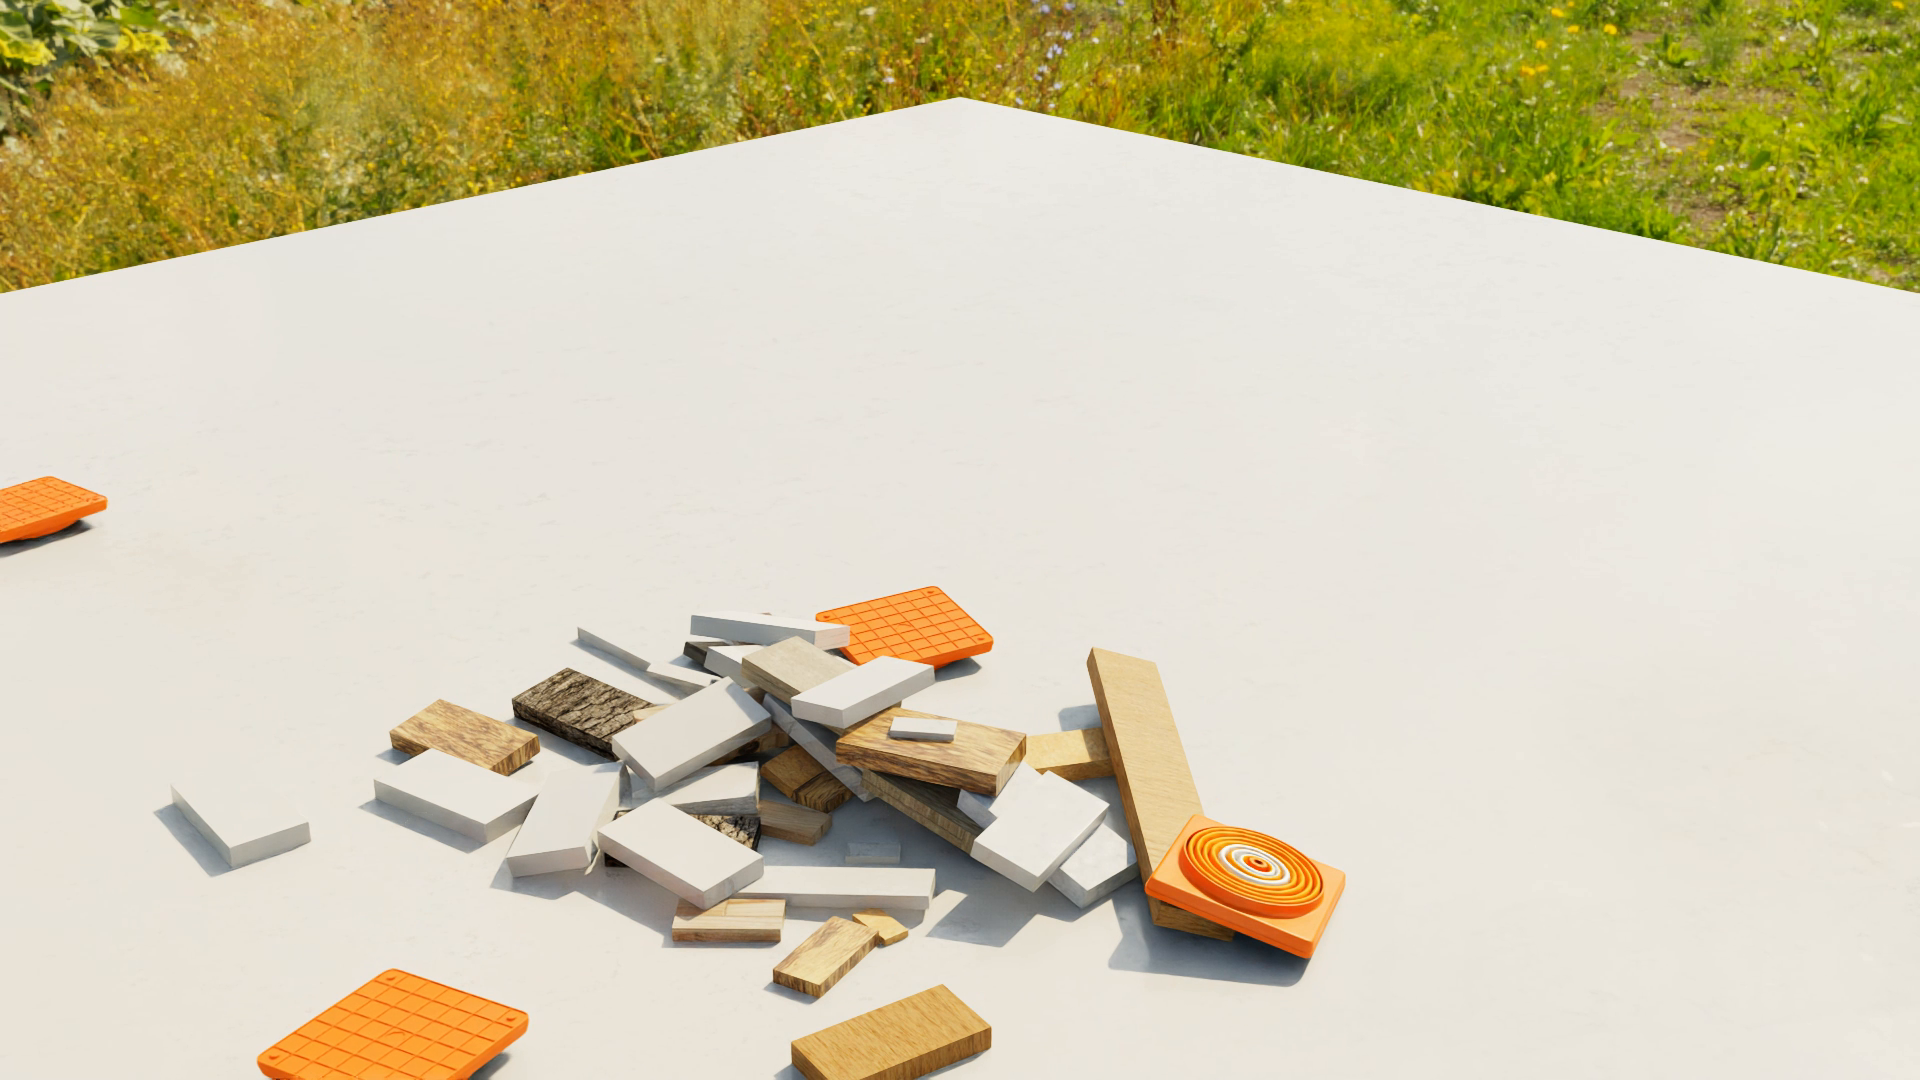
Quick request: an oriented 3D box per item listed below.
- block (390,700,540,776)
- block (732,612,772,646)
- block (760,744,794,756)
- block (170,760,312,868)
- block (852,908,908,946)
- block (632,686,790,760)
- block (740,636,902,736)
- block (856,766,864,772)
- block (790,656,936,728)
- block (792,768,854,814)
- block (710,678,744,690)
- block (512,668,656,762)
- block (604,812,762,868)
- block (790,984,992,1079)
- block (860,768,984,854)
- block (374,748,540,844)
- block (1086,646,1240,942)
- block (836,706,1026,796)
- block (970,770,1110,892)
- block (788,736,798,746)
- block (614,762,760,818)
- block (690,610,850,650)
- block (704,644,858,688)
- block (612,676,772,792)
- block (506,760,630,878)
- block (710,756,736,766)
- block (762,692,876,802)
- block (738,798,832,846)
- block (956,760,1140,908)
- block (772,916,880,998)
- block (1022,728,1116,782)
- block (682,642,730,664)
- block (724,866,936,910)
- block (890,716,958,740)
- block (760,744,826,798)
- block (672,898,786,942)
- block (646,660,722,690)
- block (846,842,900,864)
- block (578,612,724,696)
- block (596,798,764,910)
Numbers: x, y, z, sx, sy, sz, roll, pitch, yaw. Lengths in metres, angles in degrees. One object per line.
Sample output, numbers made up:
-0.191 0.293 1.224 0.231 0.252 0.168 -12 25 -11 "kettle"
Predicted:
-1.053 0.429 4.676 0.296 0.042 0.148 15 34 32 "block"
-0.473 0.235 5.168 0.110 0.031 0.220 -8 24 -17 "block"
-0.379 0.433 4.708 0.176 0.025 0.088 12 26 25 "block"
-1.446 0.546 4.415 0.161 0.046 0.321 -17 28 -35 "block"
-0.147 0.712 4.063 0.052 0.015 0.104 -17 28 -34 "block"
-0.522 0.394 4.606 0.296 0.042 0.148 -10 42 -19 "block"
-0.292 0.305 4.602 0.319 0.045 0.159 27 32 35 "block"
-0.073 0.477 4.472 0.319 0.045 0.159 34 38 29 "block"
-0.196 0.308 4.485 0.140 0.040 0.281 9 21 39 "block"
-0.256 0.506 4.537 0.088 0.025 0.176 15 27 31 "block"
-0.469 0.357 4.825 0.176 0.025 0.088 8 42 1 "block"
-0.805 0.378 4.792 0.327 0.046 0.163 18 34 36 "block"
-0.542 0.592 4.314 0.284 0.040 0.141 2 23 4 "block"
-0.115 0.850 3.703 0.303 0.043 0.152 -15 27 -31 "block"
-0.011 0.514 4.352 0.338 0.048 0.169 29 36 23 "block"
-1.021 0.519 4.480 0.321 0.046 0.161 15 27 31 "block"
0.395 0.486 4.461 0.152 0.043 1.010 15 23 -11 "block"
-0.056 0.412 4.362 0.338 0.048 0.169 10 27 19 "block"
0.154 0.552 4.186 0.140 0.040 0.281 27 36 20 "block"
-0.480 0.400 4.697 0.283 0.040 0.141 -6 26 -14 "block"
-0.550 0.515 4.457 0.283 0.040 0.141 -6 23 1 "block"
-0.435 0.207 5.041 0.327 0.046 0.163 6 5 25 "block"
-0.393 0.283 4.897 0.163 0.046 0.327 23 13 37 "block"
-0.551 0.398 4.532 0.296 0.042 0.148 -27 50 -34 "block"
-0.771 0.549 4.352 0.161 0.046 0.321 -9 23 10 "block"
-0.555 0.433 4.707 0.176 0.025 0.088 16 28 34 "block"
-0.248 0.407 4.592 0.319 0.045 0.159 38 37 26 "block"
-0.354 0.564 4.401 0.176 0.025 0.088 10 25 21 "block"
0.174 0.564 4.256 0.338 0.048 0.169 36 39 31 "block"
-0.240 0.749 3.959 0.099 0.028 0.199 13 26 27 "block"
0.239 0.454 4.639 0.281 0.040 0.140 -6 24 -14 "block"
-0.517 0.278 4.988 0.110 0.031 0.220 3 14 -46 "block"
-0.251 0.655 4.155 0.400 0.028 0.099 0 21 7 "block"
-0.072 0.375 4.367 0.127 0.015 0.052 3 26 6 "block"
-0.327 0.469 4.584 0.088 0.025 0.175 37 37 20 "block"
-0.426 0.703 4.067 0.199 0.028 0.099 0 23 1 "block"
-0.551 0.320 4.888 0.293 0.013 0.046 14 31 8 "block"
-0.170 0.612 4.300 0.104 0.015 0.052 0 23 1 "block"
-0.680 0.275 5.072 0.526 0.031 0.110 21 31 40 "block"
-0.535 0.597 4.202 0.303 0.043 0.152 22 34 37 "block"
